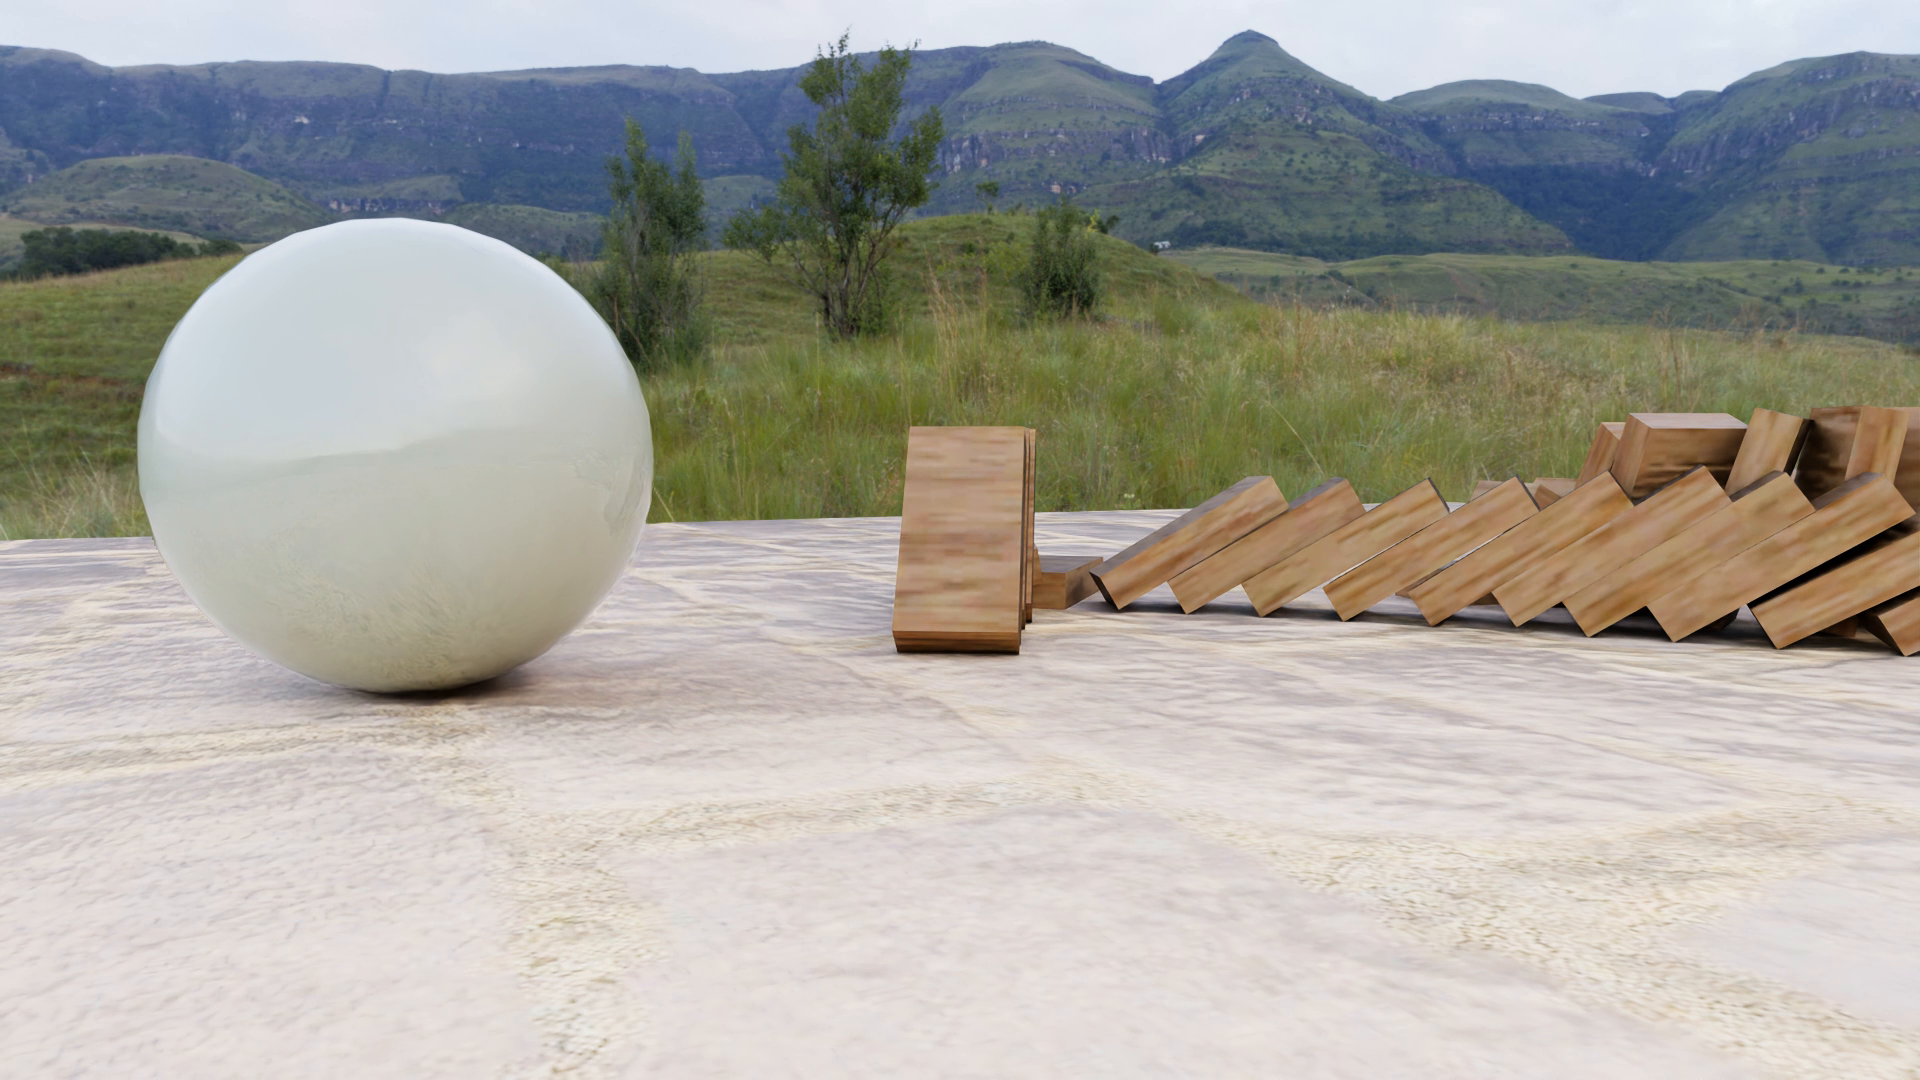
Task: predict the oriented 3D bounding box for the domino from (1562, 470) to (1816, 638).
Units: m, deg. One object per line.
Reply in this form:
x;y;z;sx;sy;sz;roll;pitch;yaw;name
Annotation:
0.159;0.003;0.283;0.050;0.009;0.025;-37;-13;25;domino

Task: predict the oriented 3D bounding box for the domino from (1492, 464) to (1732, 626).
0.147;0.001;0.291;0.050;0.010;0.025;-37;-13;25;domino

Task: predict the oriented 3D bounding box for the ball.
-0.093;-0.014;0.219;0.080;0.080;0.080;0;4;0;ball

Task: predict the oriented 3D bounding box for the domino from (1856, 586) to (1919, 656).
0.210;0.005;0.259;0.050;0.009;0.025;-33;-3;22;domino

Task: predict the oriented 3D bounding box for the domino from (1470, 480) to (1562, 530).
0.171;-0.001;0.362;0.050;0.009;0.025;28;-3;-15;domino

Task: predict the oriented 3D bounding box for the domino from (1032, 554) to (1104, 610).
0.023;0.011;0.357;0.025;0.009;0.050;1;4;17;domino

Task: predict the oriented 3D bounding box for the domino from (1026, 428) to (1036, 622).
0.006;-0.004;0.317;0.025;0.050;0.009;0;-31;5;domino

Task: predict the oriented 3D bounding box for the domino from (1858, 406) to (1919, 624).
0.217;-0.005;0.294;0.010;0.050;0.025;7;1;-28;domino

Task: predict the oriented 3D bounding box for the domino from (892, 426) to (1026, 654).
0.001;-0.001;0.270;0.025;0.050;0.009;0;-31;5;domino

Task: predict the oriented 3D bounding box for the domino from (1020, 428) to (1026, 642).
0.001;-0.002;0.282;0.025;0.050;0.009;0;-31;5;domino

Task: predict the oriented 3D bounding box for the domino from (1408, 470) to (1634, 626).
0.131;0.002;0.300;0.050;0.009;0.025;-37;-13;25;domino

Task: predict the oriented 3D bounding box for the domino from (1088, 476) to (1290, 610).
0.059;0.000;0.335;0.050;0.009;0.025;-31;2;0;domino

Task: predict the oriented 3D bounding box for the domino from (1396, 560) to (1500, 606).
0.150;0.011;0.354;0.050;0.009;0.025;-1;4;-14;domino

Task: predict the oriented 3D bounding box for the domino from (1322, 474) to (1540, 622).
0.114;0.002;0.309;0.050;0.009;0.025;-34;-10;23;domino

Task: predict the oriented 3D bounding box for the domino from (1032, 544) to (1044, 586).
0.005;0.000;0.341;0.025;0.009;0.050;-13;22;-3;domino

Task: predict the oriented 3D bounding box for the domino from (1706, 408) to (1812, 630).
0.184;-0.005;0.300;0.010;0.050;0.025;23;17;34;domino

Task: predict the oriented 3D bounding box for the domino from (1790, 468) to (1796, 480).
0.248;-0.002;0.356;0.025;0.010;0.050;-3;38;-32;domino

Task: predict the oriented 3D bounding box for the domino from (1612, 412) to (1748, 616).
0.169;-0.006;0.310;0.025;0.050;0.009;0;27;-6;domino

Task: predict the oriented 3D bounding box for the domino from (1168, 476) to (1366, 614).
0.077;0.001;0.328;0.050;0.009;0.025;-31;-1;11;domino

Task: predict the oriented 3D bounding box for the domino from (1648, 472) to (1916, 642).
0.174;0.004;0.276;0.050;0.009;0.025;-37;-13;25;domino

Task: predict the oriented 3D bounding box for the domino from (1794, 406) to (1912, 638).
0.199;-0.005;0.293;0.009;0.050;0.025;11;6;11;domino

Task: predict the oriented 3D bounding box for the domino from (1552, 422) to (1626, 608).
0.168;-0.006;0.325;0.025;0.050;0.009;-1;35;-7;domino

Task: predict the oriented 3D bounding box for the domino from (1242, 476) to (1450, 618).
0.096;0.002;0.318;0.050;0.010;0.025;-32;-8;20;domino

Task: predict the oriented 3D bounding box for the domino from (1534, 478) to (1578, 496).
0.191;-0.001;0.369;0.050;0.010;0.025;29;-1;-10;domino

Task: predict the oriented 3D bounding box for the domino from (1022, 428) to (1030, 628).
0.004;-0.003;0.305;0.025;0.050;0.009;0;-31;5;domino

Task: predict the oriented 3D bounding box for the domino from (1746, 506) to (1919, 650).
0.191;0.005;0.267;0.050;0.009;0.025;-34;-9;25;domino
